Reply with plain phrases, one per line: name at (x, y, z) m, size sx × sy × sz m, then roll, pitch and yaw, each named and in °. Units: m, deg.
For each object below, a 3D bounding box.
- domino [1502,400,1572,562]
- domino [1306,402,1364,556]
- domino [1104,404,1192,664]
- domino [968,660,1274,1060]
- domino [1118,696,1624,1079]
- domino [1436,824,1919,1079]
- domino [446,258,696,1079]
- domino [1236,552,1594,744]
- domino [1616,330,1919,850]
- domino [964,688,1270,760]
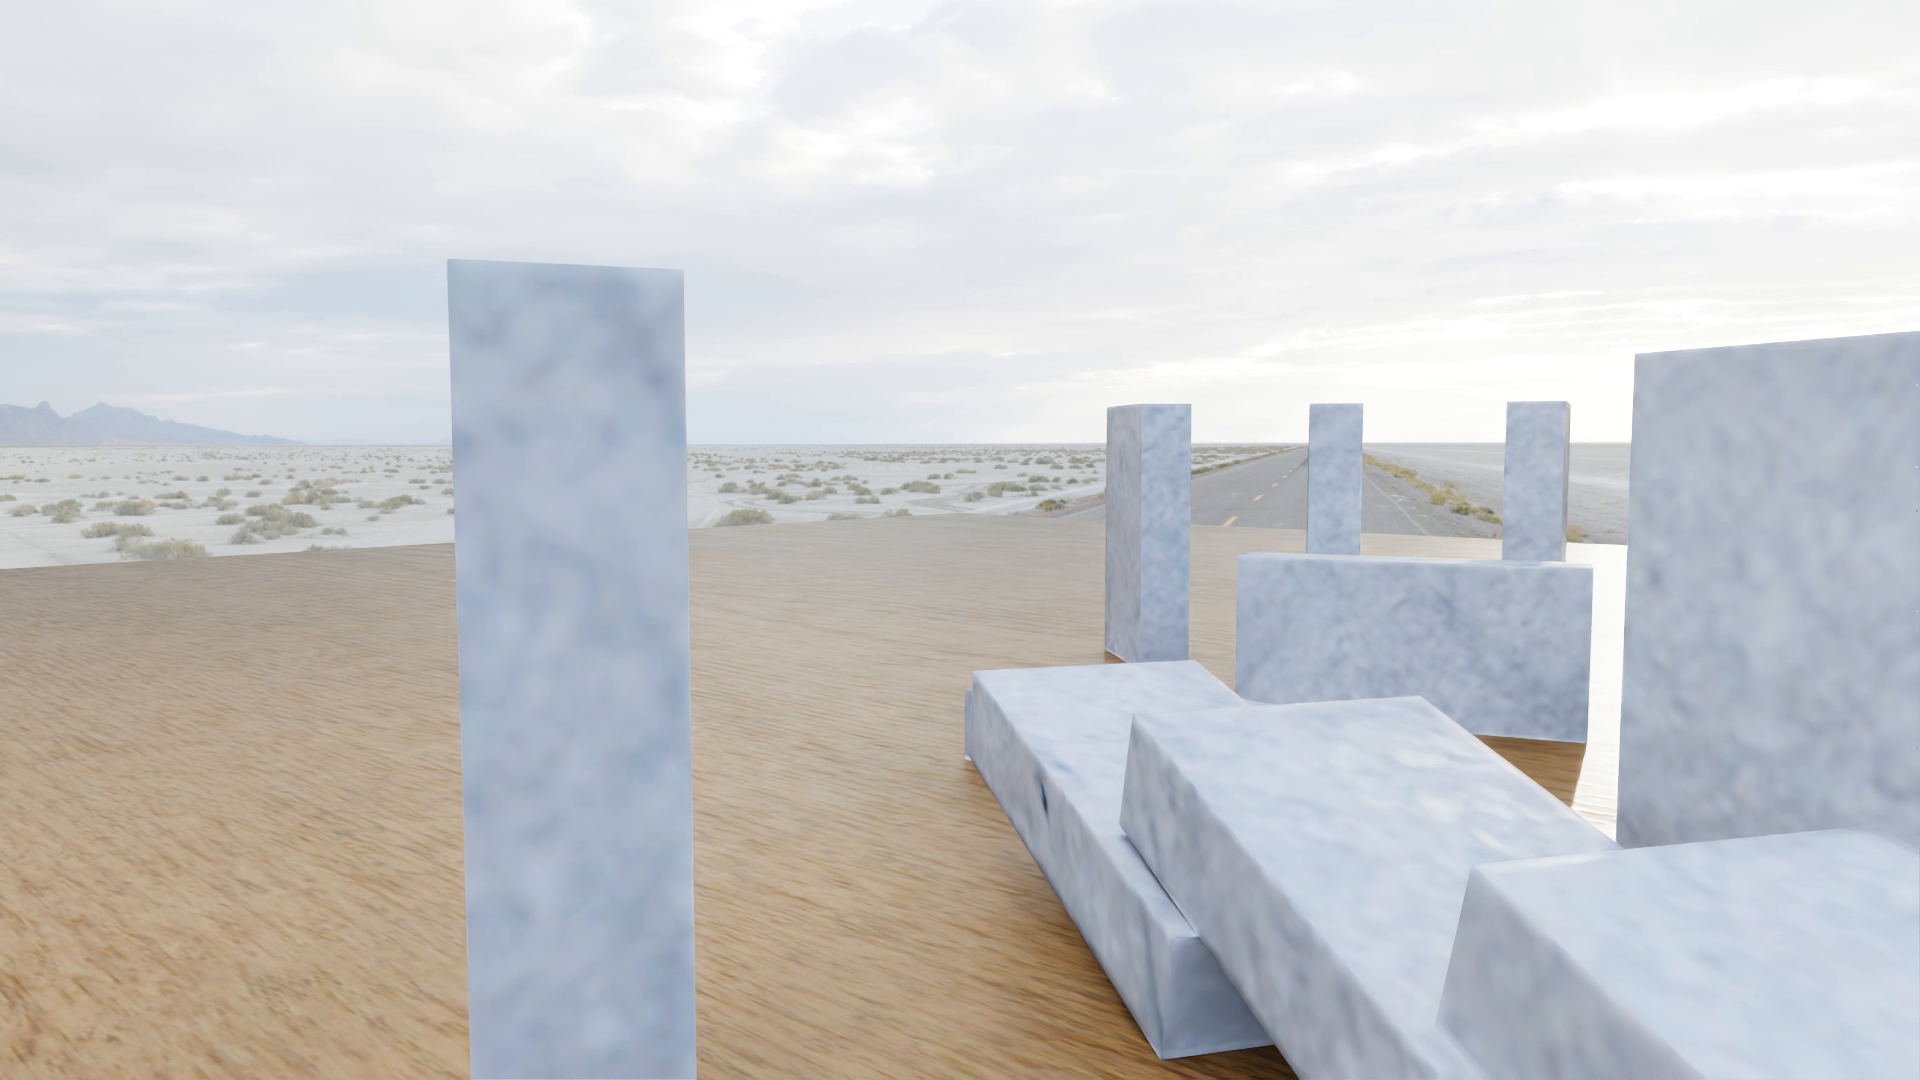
domino at (0.106, 0.000, 0.237) m, size 0.010 × 0.050 × 0.025 m, roll 2°, pitch 5°, yaw 27°
domino at (0.073, -0.001, 0.250) m, size 0.010 × 0.050 × 0.025 m, roll 1°, pitch 4°, yaw 15°
domino at (0.037, -0.001, 0.253) m, size 0.009 × 0.050 × 0.025 m, roll -1°, pitch 4°, yaw -9°
domino at (0.020, 0.024, 0.114) m, size 0.025 × 0.009 × 0.050 m, roll -1°, pitch 16°, yaw -15°
domino at (0.031, 0.026, 0.079) m, size 0.025 × 0.010 × 0.050 m, roll -1°, pitch 20°, yaw -16°
domino at (0.043, 0.028, 0.044) m, size 0.025 × 0.009 × 0.050 m, roll -1°, pitch 20°, yaw -15°
domino at (-0.021, 0.013, 0.067) m, size 0.010 × 0.050 × 0.025 m, roll -2°, pitch 5°, yaw -20°
domino at (0.068, 0.015, 0.196) m, size 0.050 × 0.025 × 0.009 m, roll 2°, pitch 5°, yaw 23°
domino at (0.065, 0.010, 0.098) m, size 0.009 × 0.050 × 0.025 m, roll -2°, pitch 5°, yaw -19°
domino at (0.026, 0.026, 0.161) m, size 0.025 × 0.010 × 0.050 m, roll -3°, pitch 5°, yaw -37°
